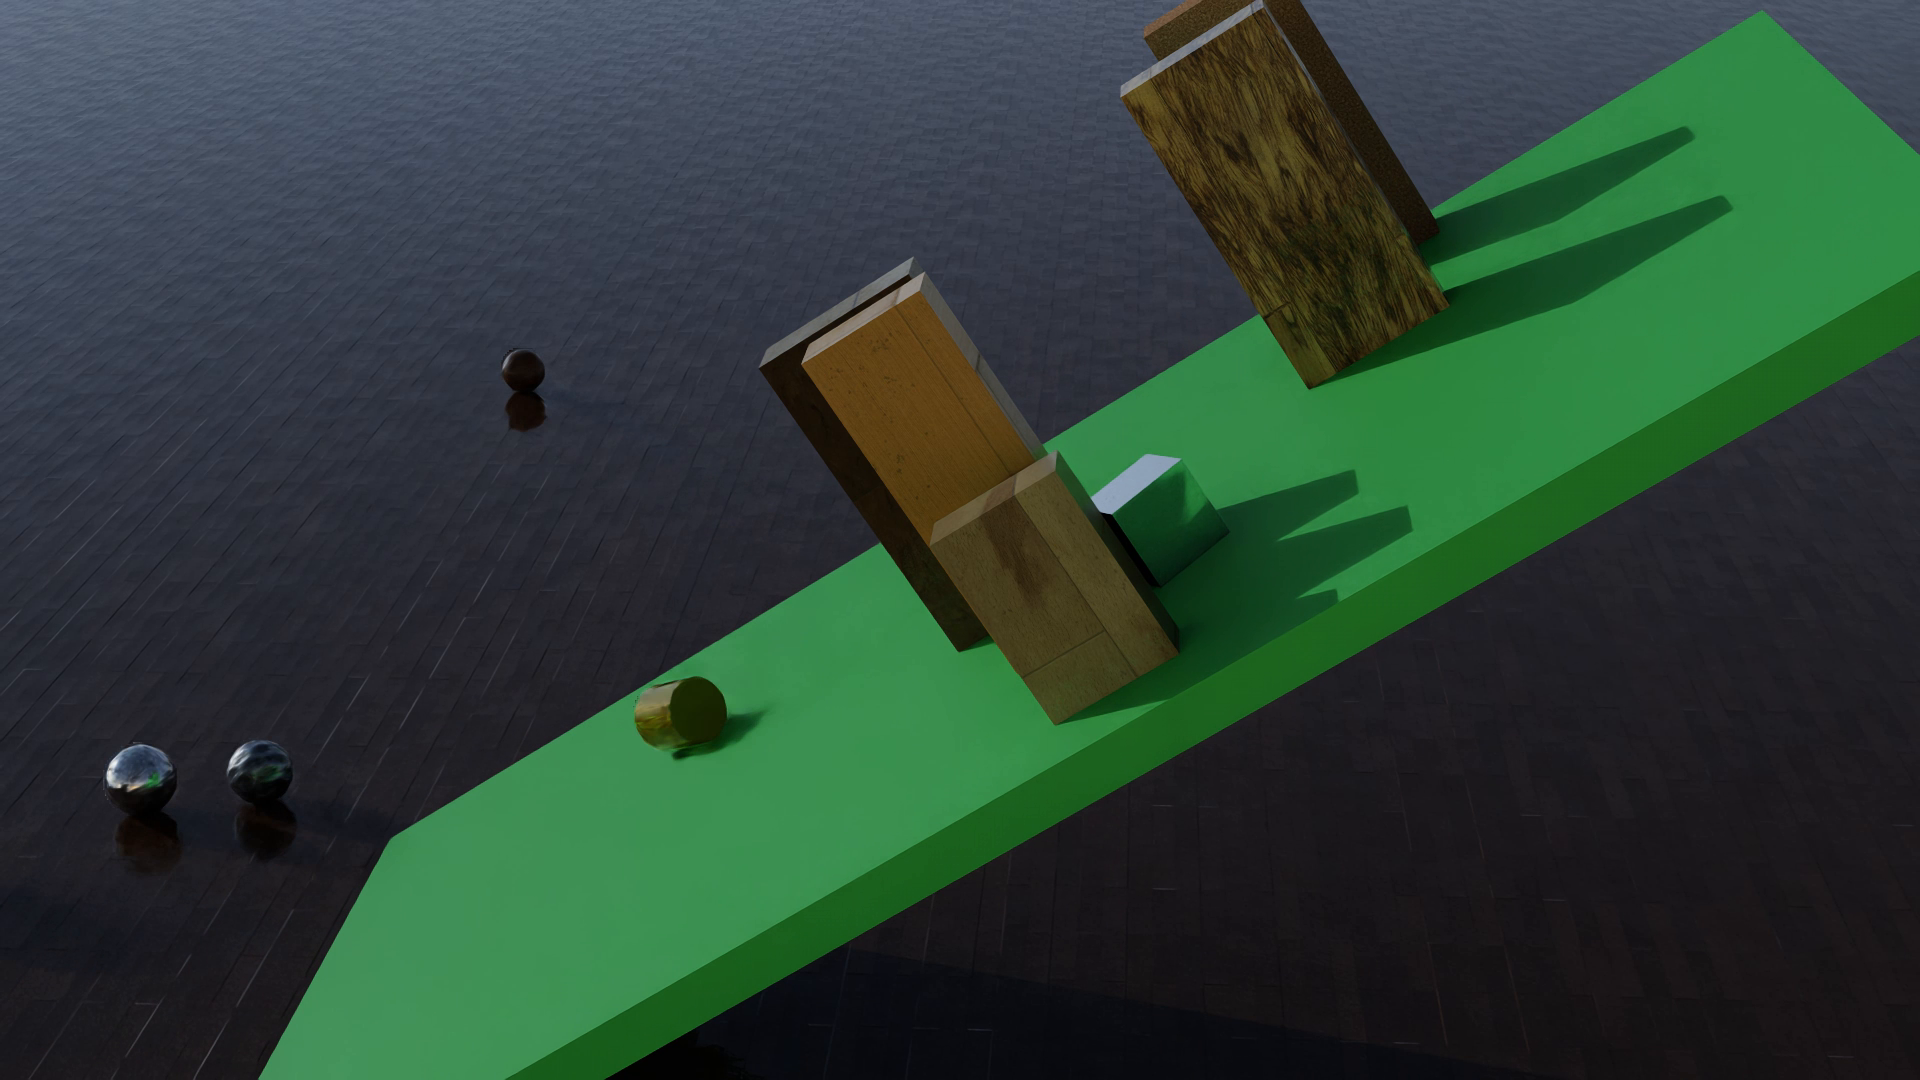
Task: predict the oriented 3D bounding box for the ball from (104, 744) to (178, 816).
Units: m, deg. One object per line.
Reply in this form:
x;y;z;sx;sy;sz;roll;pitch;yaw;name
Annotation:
-2.230;0.654;8.009;0.192;0.192;0.192;0;20;0;ball

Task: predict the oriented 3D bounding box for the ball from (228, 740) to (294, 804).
-1.922;0.636;8.078;0.176;0.176;0.176;0;20;0;ball

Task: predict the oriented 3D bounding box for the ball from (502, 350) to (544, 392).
-1.721;-0.667;11.595;0.167;0.167;0.167;0;20;0;ball

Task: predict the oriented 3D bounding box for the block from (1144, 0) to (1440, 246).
0.761;-0.941;6.748;0.332;0.745;0.124;-31;15;14;block

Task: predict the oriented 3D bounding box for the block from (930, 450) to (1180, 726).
0.178;0.089;5.455;0.274;0.422;0.123;-31;15;14;block

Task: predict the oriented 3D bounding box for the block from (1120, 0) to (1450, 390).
0.690;-0.730;6.236;0.348;0.754;0.121;-31;15;14;block

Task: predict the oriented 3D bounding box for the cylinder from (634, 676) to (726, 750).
-0.643;0.400;6.768;0.153;0.153;0.153;-17;2;-38;cylinder

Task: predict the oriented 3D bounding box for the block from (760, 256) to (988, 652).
-0.049;-0.173;6.126;0.370;0.742;0.140;-31;15;14;block

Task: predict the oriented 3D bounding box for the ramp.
0.139;0.171;6.297;4.000;0.100;2.000;-31;15;14;ramp

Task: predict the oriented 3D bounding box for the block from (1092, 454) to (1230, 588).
0.387;-0.040;5.873;0.182;0.182;0.182;-38;15;-12;block

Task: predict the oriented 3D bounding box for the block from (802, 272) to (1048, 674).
0.023;-0.128;5.792;0.275;0.763;0.136;-31;15;14;block
